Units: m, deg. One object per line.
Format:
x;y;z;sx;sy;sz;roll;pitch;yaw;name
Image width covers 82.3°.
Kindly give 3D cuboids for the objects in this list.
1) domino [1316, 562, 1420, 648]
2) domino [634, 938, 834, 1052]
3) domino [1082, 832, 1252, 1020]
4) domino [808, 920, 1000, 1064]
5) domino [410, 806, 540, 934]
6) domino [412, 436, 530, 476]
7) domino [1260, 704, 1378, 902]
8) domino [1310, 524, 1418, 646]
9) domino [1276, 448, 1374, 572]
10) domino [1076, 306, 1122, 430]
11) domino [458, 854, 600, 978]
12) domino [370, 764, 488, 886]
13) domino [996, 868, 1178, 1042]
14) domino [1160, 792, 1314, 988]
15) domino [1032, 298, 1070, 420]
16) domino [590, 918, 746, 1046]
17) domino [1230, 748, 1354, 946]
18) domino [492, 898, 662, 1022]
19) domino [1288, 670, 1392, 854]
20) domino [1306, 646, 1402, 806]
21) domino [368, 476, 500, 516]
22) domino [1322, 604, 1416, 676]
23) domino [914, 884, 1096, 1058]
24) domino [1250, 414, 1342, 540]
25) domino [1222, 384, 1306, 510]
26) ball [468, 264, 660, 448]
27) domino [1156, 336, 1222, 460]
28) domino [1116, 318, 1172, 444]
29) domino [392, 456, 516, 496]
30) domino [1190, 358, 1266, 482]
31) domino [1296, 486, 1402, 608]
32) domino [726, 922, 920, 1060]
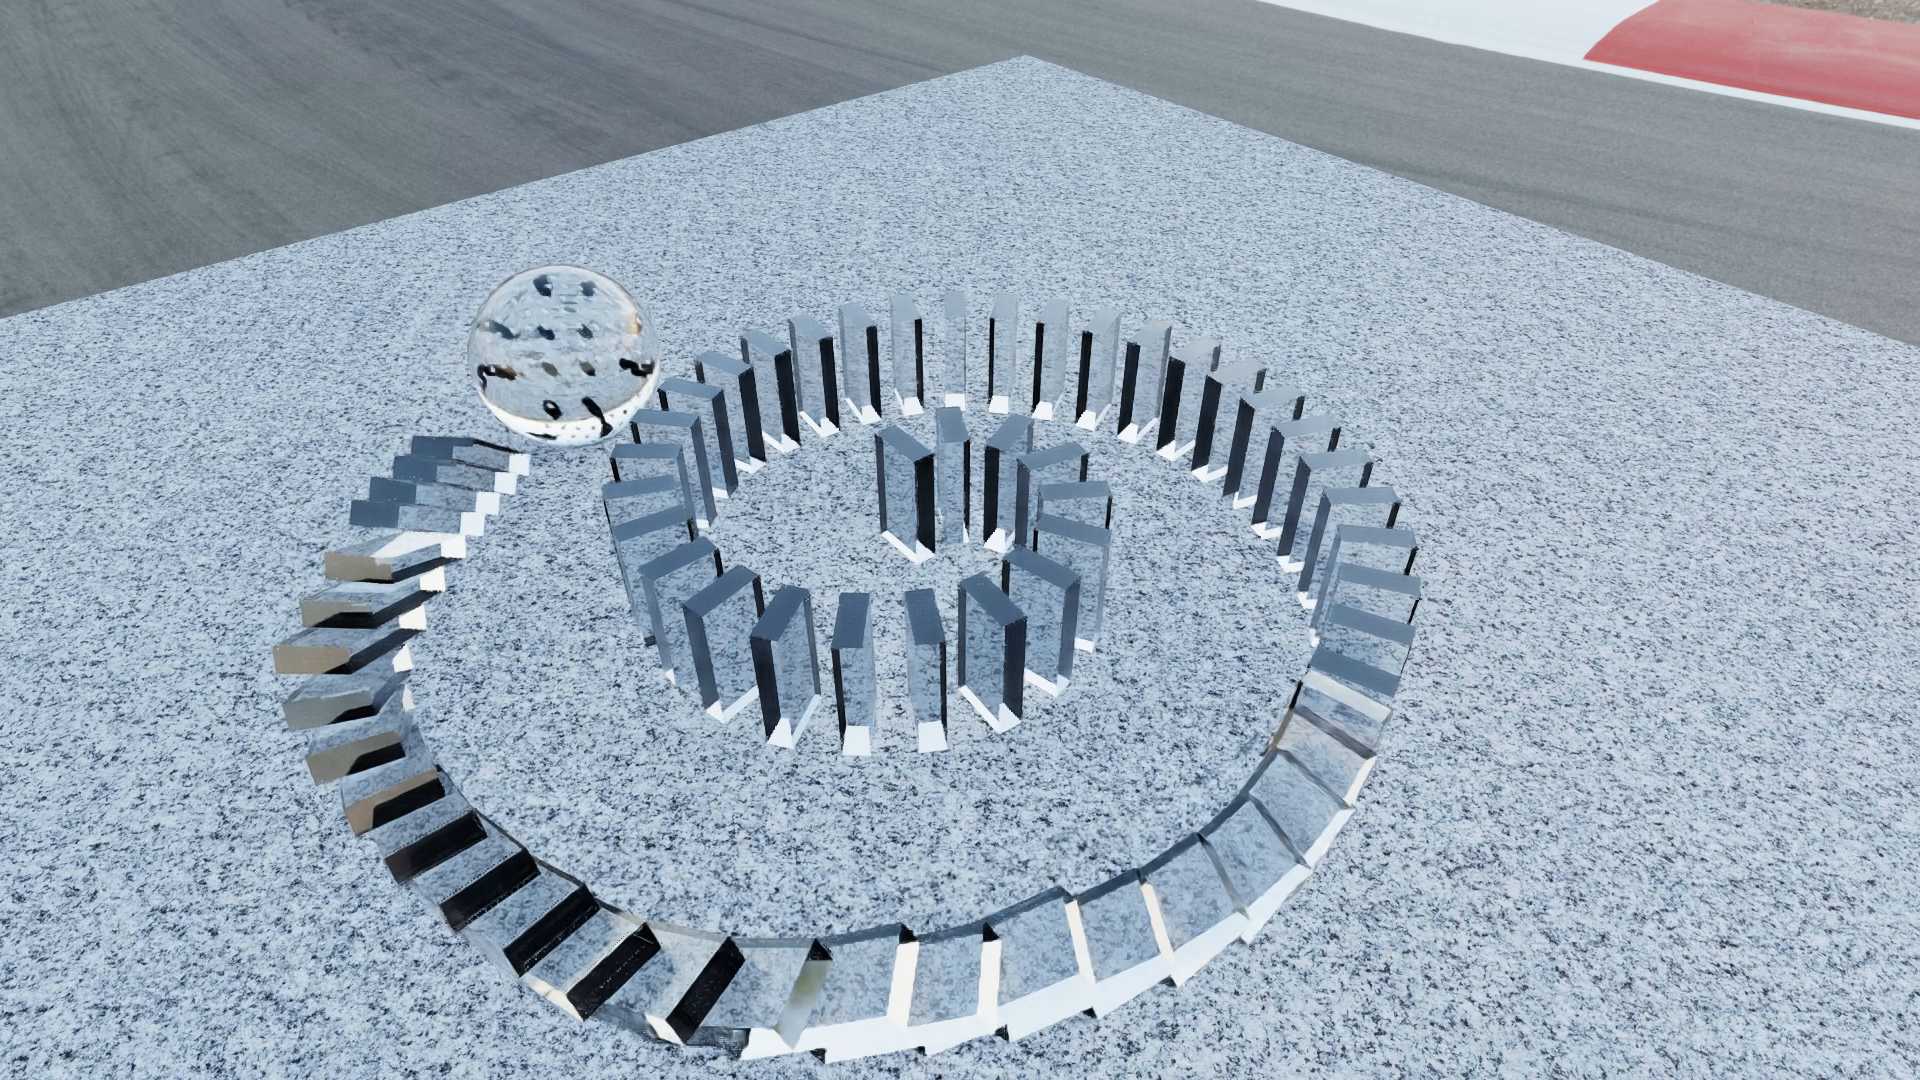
0.136;0.032;0.372;0.025;0.050;0.009;12;41;14;domino
-0.060;0.117;0.284;0.050;0.009;0.025;-12;32;30;domino
0.050;0.103;0.295;0.050;0.009;0.025;-38;40;13;domino
-0.015;0.117;0.283;0.050;0.010;0.025;-20;34;21;domino
-0.142;0.092;0.314;0.025;0.010;0.050;-33;24;-34;domino
-0.204;-0.035;0.461;0.025;0.009;0.050;3;-3;4;domino
0.097;0.076;0.319;0.025;0.050;0.010;35;23;35;domino
0.142;0.018;0.390;0.025;0.050;0.009;6;40;7;domino
0.140;-0.011;0.425;0.025;0.050;0.009;-7;40;-9;domino
0.064;-0.079;0.508;0.009;0.050;0.025;17;42;19;domino
-0.123;0.101;0.304;0.050;0.010;0.025;1;30;46;domino
-0.160;0.083;0.326;0.025;0.010;0.050;-28;21;-30;domino
0.030;0.109;0.290;0.050;0.010;0.025;-31;37;15;domino
0.069;0.096;0.301;0.050;0.010;0.025;-46;43;13;domino
0.042;-0.084;0.514;0.009;0.050;0.025;12;41;14;domino
-0.083;0.114;0.288;0.050;0.010;0.025;-6;31;37;domino
0.085;0.086;0.310;0.010;0.050;0.025;18;20;-46;domino
-0.105;0.108;0.294;0.050;0.010;0.025;0;30;44;domino
0.107;0.067;0.330;0.025;0.050;0.009;28;32;30;domino
0.117;0.058;0.341;0.025;0.050;0.010;21;44;24;domino
-0.209;-0.017;0.440;0.025;0.010;0.050;4;-3;5;domino
0.128;0.045;0.356;0.025;0.050;0.010;17;42;20;domino
0.009;0.113;0.287;0.050;0.009;0.025;-28;38;14;domino
0.134;-0.025;0.442;0.025;0.050;0.009;-12;41;-14;domino
0.126;-0.038;0.458;0.025;0.050;0.009;-16;42;-19;domino
-0.174;-0.081;0.487;0.080;0.080;0.080;0;39;0;ball
0.101;-0.063;0.488;0.025;0.050;0.009;-32;49;-33;domino
0.084;-0.072;0.499;0.009;0.050;0.025;23;45;26;domino
-0.206;-0.026;0.451;0.025;0.009;0.050;3;-3;4;domino
0.115;-0.051;0.474;0.025;0.050;0.010;-22;44;-25;domino
0.143;0.003;0.407;0.025;0.050;0.009;-2;39;-2;domino
-0.036;0.117;0.284;0.050;0.009;0.025;-19;34;21;domino
